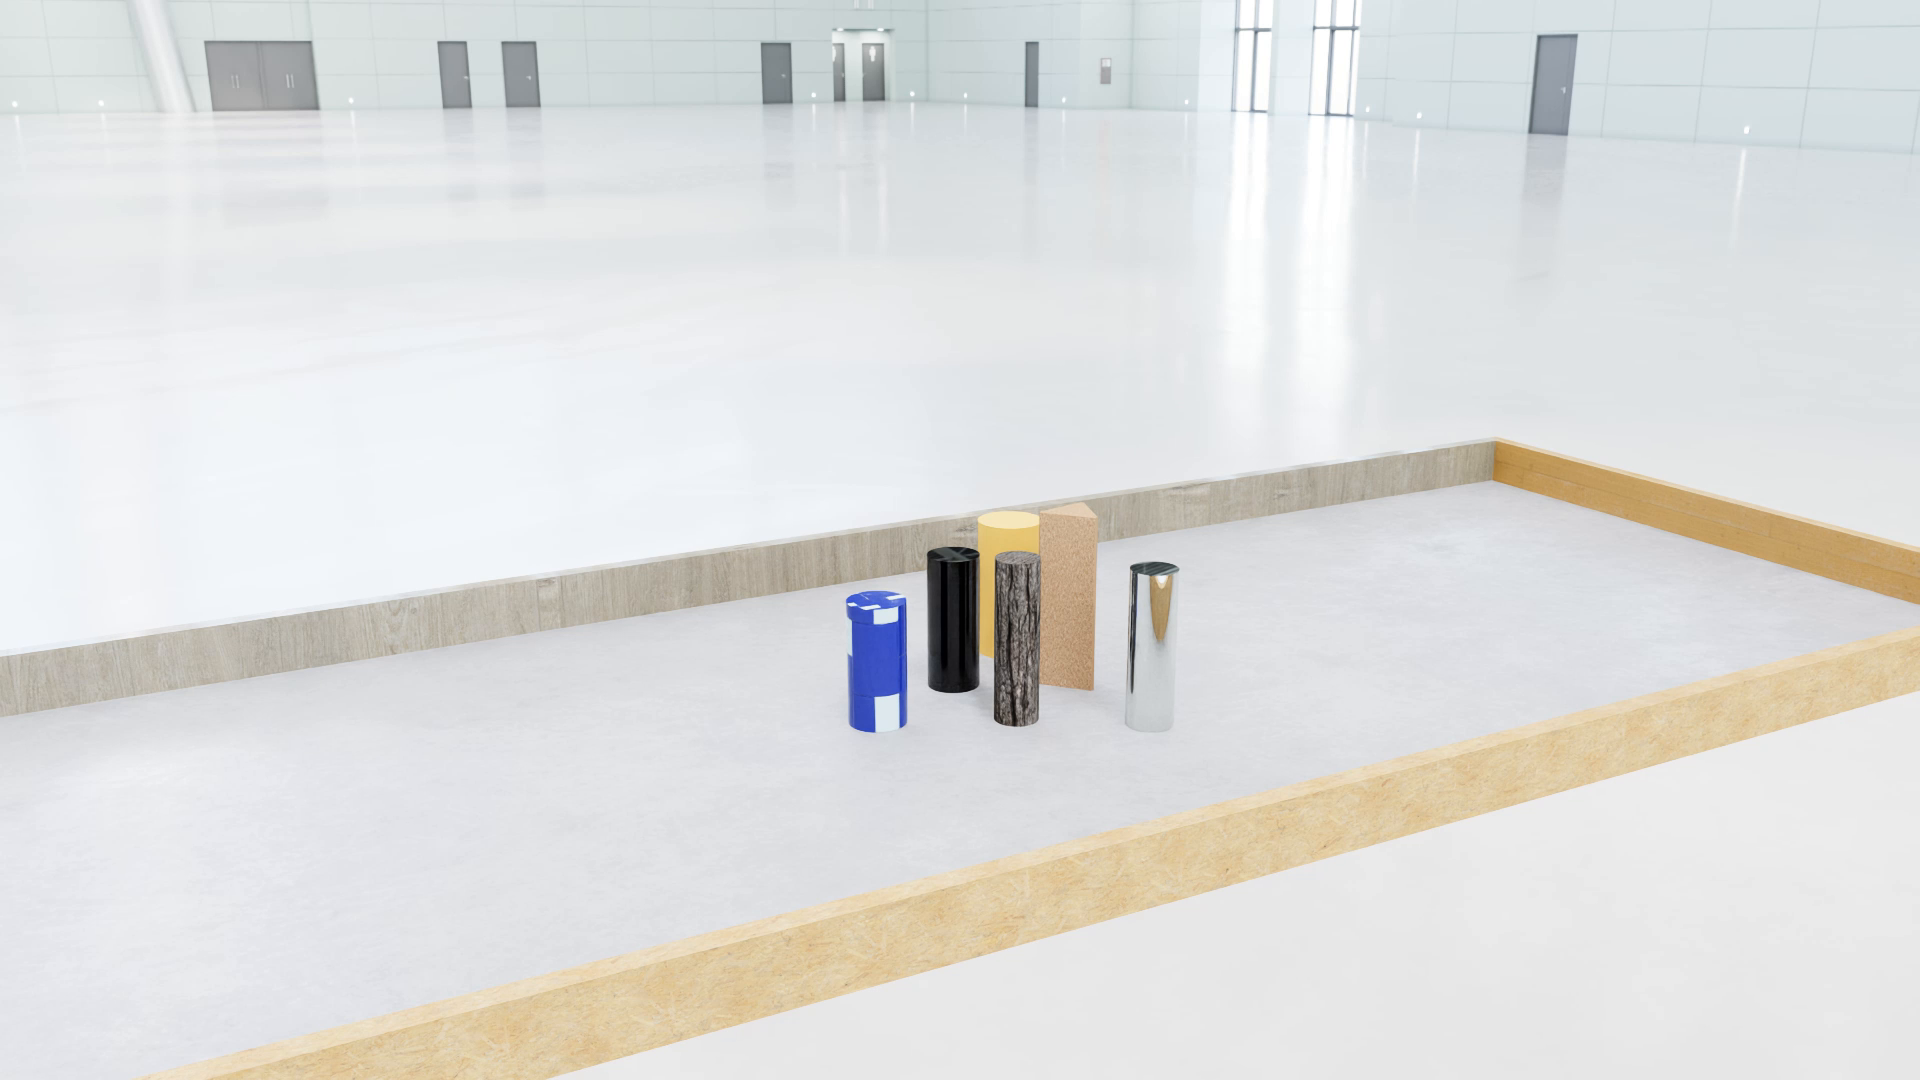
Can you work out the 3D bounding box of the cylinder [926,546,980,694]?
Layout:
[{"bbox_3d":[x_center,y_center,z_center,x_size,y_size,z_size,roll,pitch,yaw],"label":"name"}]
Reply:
[{"bbox_3d":[-0.016,0.197,4.083,0.131,0.339,0.131,0,16,0],"label":"cylinder"}]

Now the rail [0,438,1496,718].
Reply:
[{"bbox_3d":[-3.305,0.497,3.399,12.000,0.150,0.050,-9,18,-27],"label":"rail"}]

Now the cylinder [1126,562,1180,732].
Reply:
[{"bbox_3d":[0.446,0.249,3.831,0.114,0.382,0.114,0,16,0],"label":"cylinder"}]

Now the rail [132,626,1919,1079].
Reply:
[{"bbox_3d":[-2.336,1.006,1.665,12.000,0.150,0.050,-9,18,-27],"label":"rail"}]

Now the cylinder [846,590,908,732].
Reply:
[{"bbox_3d":[-0.194,0.283,3.857,0.141,0.301,0.141,0,16,0],"label":"cylinder"}]

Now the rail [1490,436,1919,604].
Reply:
[{"bbox_3d":[2.466,-0.048,5.253,0.050,0.150,2.100,-9,18,-27],"label":"rail"}]

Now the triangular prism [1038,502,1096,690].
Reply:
[{"bbox_3d":[0.282,0.136,4.103,0.144,0.444,0.125,6,17,19],"label":"triangular prism"}]

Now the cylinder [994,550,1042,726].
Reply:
[{"bbox_3d":[0.134,0.232,3.860,0.107,0.399,0.107,0,16,0],"label":"cylinder"}]

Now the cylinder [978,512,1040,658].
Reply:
[{"bbox_3d":[0.130,0.118,4.323,0.167,0.355,0.167,0,16,0],"label":"cylinder"}]
